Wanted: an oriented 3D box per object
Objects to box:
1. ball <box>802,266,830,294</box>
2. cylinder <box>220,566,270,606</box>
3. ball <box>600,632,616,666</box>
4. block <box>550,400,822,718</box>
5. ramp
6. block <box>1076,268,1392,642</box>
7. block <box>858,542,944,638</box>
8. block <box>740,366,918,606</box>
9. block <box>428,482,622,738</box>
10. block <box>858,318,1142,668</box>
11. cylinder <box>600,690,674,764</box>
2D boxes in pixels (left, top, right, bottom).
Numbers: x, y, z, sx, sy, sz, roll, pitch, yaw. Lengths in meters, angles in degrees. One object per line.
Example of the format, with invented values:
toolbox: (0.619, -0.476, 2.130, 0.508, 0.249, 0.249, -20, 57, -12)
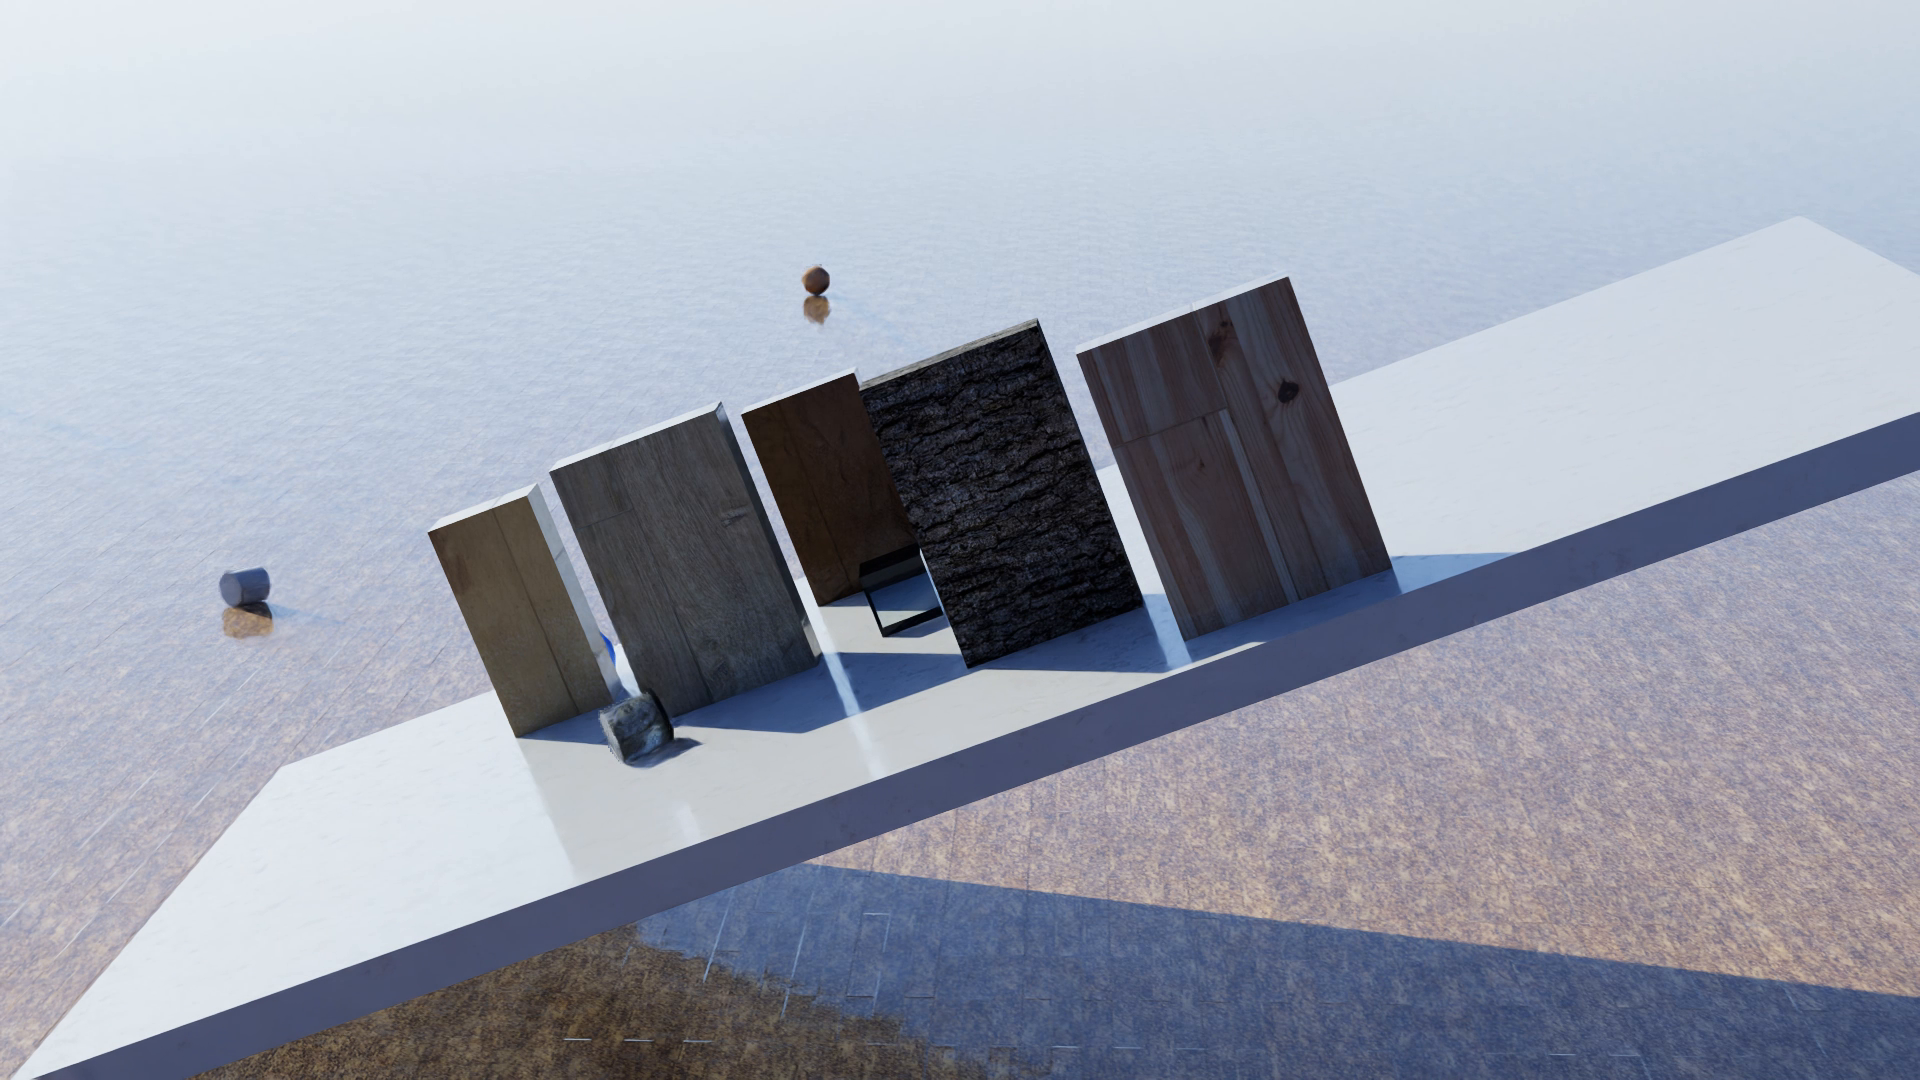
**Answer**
ball: (-0.786, -1.416, 16.056, 0.154, 0.154, 0.154, 0, 13, 0)
cylinder: (-2.302, 0.149, 9.477, 0.114, 0.114, 0.114, 11, 17, 39)
ball: (-0.891, 0.282, 6.997, 0.143, 0.143, 0.143, 0, 13, 0)
block: (-0.591, 0.050, 6.378, 0.384, 0.600, 0.115, -20, 12, 7)
ramp: (0.118, 0.176, 6.295, 4.000, 0.100, 2.000, -20, 12, 7)
block: (0.505, -0.154, 5.419, 0.408, 0.576, 0.093, -20, 12, 7)
block: (-0.128, 0.107, 6.438, 0.143, 0.143, 0.143, -21, 12, 3)
block: (-0.288, -0.125, 6.904, 0.284, 0.493, 0.085, -20, 12, 7)
block: (-1.001, 0.163, 6.793, 0.247, 0.521, 0.137, -20, 12, 7)
block: (0.084, -0.091, 5.824, 0.371, 0.599, 0.103, -20, 12, 7)
cylinder: (-0.679, 0.392, 6.180, 0.117, 0.117, 0.117, -25, 21, -16)
